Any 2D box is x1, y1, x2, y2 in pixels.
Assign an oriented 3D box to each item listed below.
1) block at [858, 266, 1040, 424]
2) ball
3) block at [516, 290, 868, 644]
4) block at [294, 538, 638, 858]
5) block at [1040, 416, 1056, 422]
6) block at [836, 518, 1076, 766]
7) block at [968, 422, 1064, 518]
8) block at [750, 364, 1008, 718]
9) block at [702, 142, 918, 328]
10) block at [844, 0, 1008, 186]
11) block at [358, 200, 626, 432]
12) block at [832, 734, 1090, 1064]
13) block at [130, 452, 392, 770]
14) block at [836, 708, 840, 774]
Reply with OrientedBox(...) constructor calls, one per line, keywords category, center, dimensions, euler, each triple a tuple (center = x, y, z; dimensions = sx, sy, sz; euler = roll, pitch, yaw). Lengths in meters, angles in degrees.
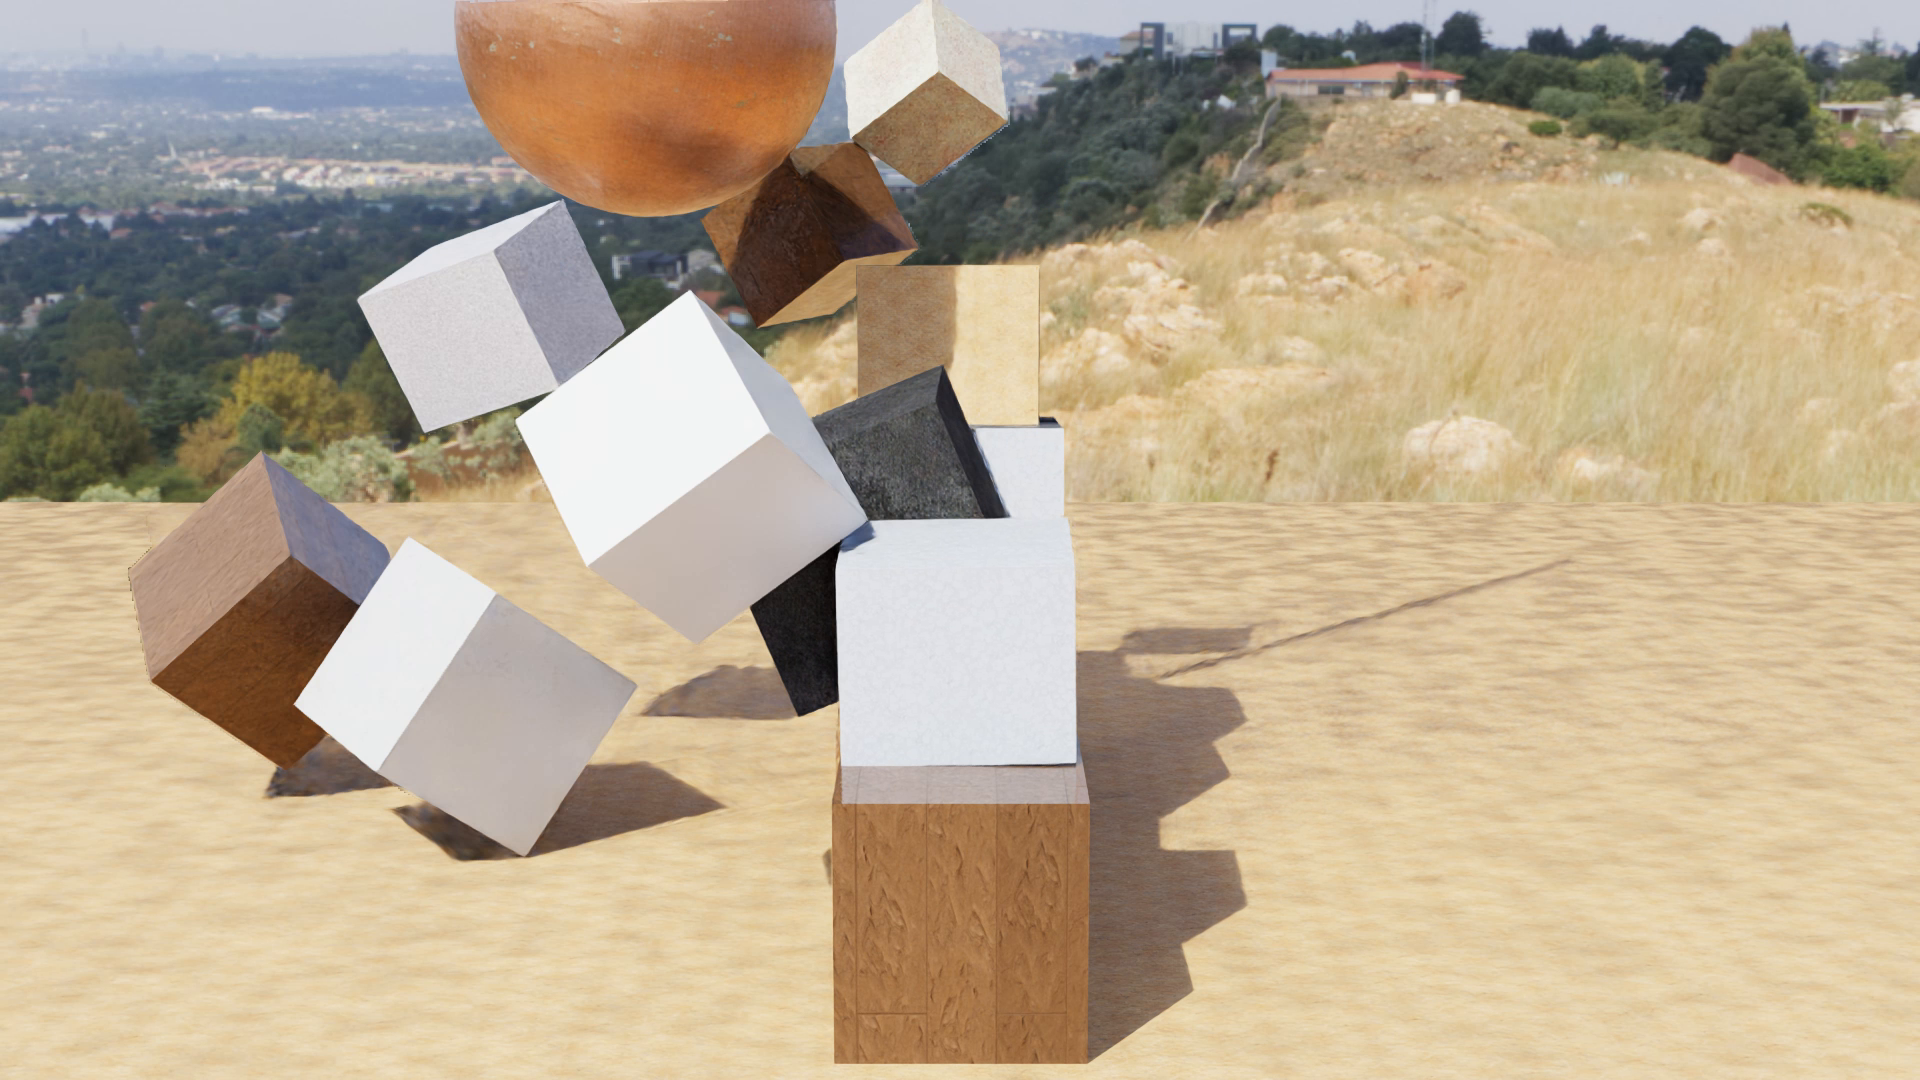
OrientedBox(category="block", center=(-0.040, -0.915, 12.077), dimensions=(0.824, 0.720, 0.871), euler=(0, 4, 2))
OrientedBox(category="ball", center=(-1.313, -2.163, 10.787), dimensions=(1.600, 1.600, 1.600), euler=(0, 10, 0))
OrientedBox(category="block", center=(-1.007, -0.262, 9.692), dimensions=(0.828, 0.754, 0.807), euler=(-36, -33, 7))
OrientedBox(category="block", center=(-2.266, 0.711, 11.768), dimensions=(0.894, 0.929, 0.946), euler=(38, -9, -38))
OrientedBox(category="block", center=(0.011, -0.119, 12.502), dimensions=(0.915, 0.926, 0.944), euler=(0, 5, 0))
OrientedBox(category="block", center=(-0.008, 0.377, 9.811), dimensions=(0.873, 0.758, 0.761), euler=(-1, 14, 1))
OrientedBox(category="block", center=(0.011, -0.080, 11.594), dimensions=(0.886, 0.874, 0.856), euler=(0, 4, 0))
OrientedBox(category="block", center=(-0.362, -0.016, 10.640), dimensions=(1.008, 0.984, 0.904), euler=(-22, 12, 6))
OrientedBox(category="block", center=(-0.743, -1.517, 12.713), dimensions=(0.658, 0.619, 0.613), euler=(-33, -9, 36))
OrientedBox(category="block", center=(-0.176, -2.250, 12.878), dimensions=(0.611, 0.544, 0.501), euler=(-32, -44, 31))
OrientedBox(category="block", center=(-2.282, -1.099, 12.565), dimensions=(0.824, 0.725, 0.750), euler=(-15, 20, 26))
OrientedBox(category="block", center=(0.003, 1.319, 9.603), dimensions=(0.910, 0.968, 0.966), euler=(0, 10, 0))
OrientedBox(category="block", center=(-3.342, 0.344, 12.497), dimensions=(0.872, 0.901, 0.935), euler=(44, 8, -39))
OrientedBox(category="block", center=(-0.018, 1.141, 10.501), dimensions=(0.933, 0.998, 0.845), euler=(0, 10, 0))
